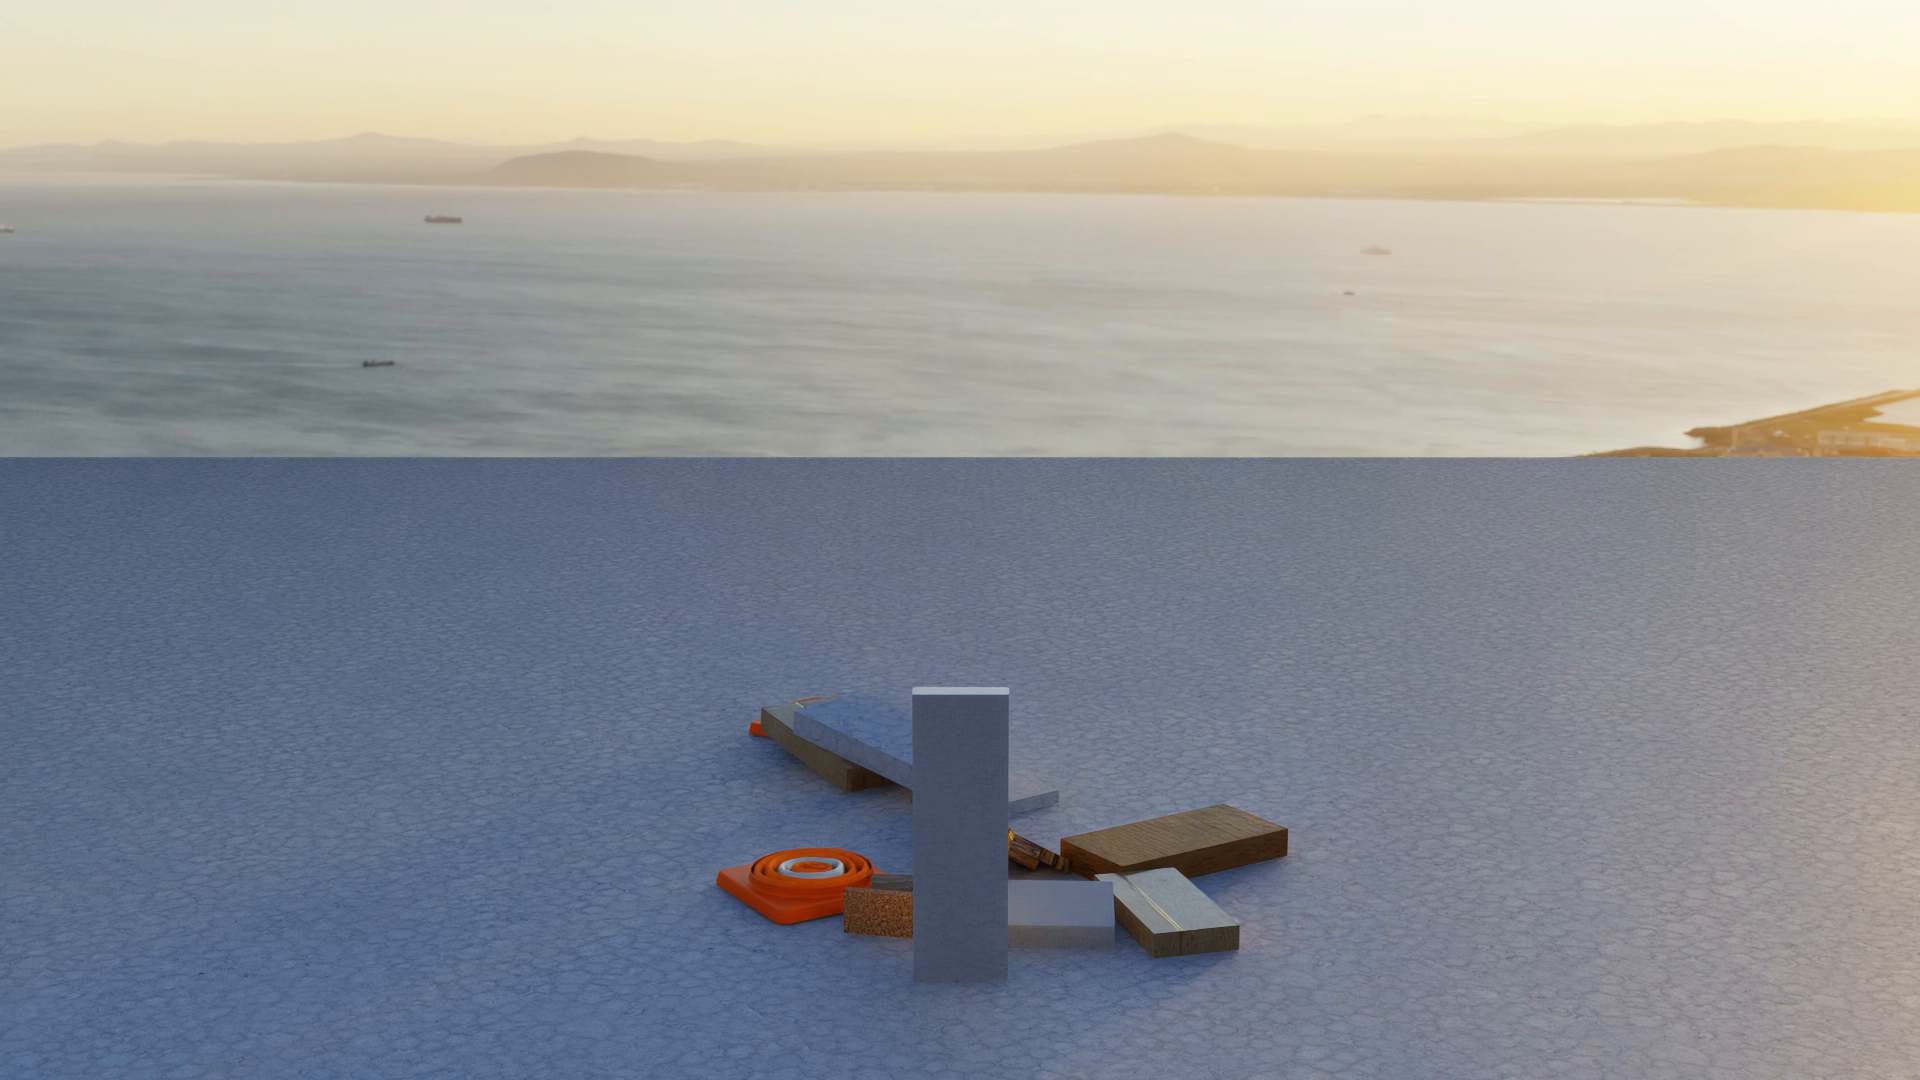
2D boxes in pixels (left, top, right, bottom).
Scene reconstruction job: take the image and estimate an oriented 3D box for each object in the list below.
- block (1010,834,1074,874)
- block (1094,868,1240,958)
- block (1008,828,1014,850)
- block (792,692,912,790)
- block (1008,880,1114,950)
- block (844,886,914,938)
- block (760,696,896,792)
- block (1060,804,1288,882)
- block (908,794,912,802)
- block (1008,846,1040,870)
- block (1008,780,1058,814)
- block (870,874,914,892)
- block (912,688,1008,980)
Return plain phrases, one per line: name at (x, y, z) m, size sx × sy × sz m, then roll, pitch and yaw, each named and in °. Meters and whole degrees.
block at (0.123, 0.534, 3.810) m, size 0.077 × 0.022 × 0.154 m, roll 30°, pitch -7°, yaw -32°
block at (0.328, 0.596, 3.530) m, size 0.141 × 0.040 × 0.283 m, roll -3°, pitch 11°, yaw -15°
block at (0.035, 0.538, 3.639) m, size 0.070 × 0.140 × 0.020 m, roll 5°, pitch -32°, yaw 26°
block at (-0.146, 0.391, 4.303) m, size 0.175 × 0.049 × 0.349 m, roll -12°, pitch 23°, yaw -43°
block at (0.102, 0.592, 3.485) m, size 0.283 × 0.040 × 0.141 m, roll 0°, pitch 20°, yaw 2°
block at (-0.114, 0.590, 3.477) m, size 0.140 × 0.070 × 0.020 m, roll 3°, pitch 11°, yaw 14°
block at (-0.239, 0.405, 4.405) m, size 0.175 × 0.049 × 0.349 m, roll -7°, pitch 20°, yaw -32°
block at (0.374, 0.535, 3.830) m, size 0.366 × 0.049 × 0.175 m, roll -7°, pitch 13°, yaw -33°
block at (-0.003, 0.454, 4.159) m, size 0.179 × 0.090 × 0.025 m, roll -7°, pitch 47°, yaw -34°
block at (0.067, 0.524, 3.773) m, size 0.132 × 0.019 × 0.066 m, roll 32°, pitch -8°, yaw -26°
block at (0.089, 0.489, 4.143) m, size 0.179 × 0.025 × 0.090 m, roll -8°, pitch 13°, yaw -38°
block at (-0.076, 0.579, 3.587) m, size 0.139 × 0.020 × 0.070 m, roll 1°, pitch 38°, yaw 0°
block at (0.001, 0.439, 3.272) m, size 0.141 × 0.442 × 0.040 m, roll 0°, pitch 11°, yaw 0°
